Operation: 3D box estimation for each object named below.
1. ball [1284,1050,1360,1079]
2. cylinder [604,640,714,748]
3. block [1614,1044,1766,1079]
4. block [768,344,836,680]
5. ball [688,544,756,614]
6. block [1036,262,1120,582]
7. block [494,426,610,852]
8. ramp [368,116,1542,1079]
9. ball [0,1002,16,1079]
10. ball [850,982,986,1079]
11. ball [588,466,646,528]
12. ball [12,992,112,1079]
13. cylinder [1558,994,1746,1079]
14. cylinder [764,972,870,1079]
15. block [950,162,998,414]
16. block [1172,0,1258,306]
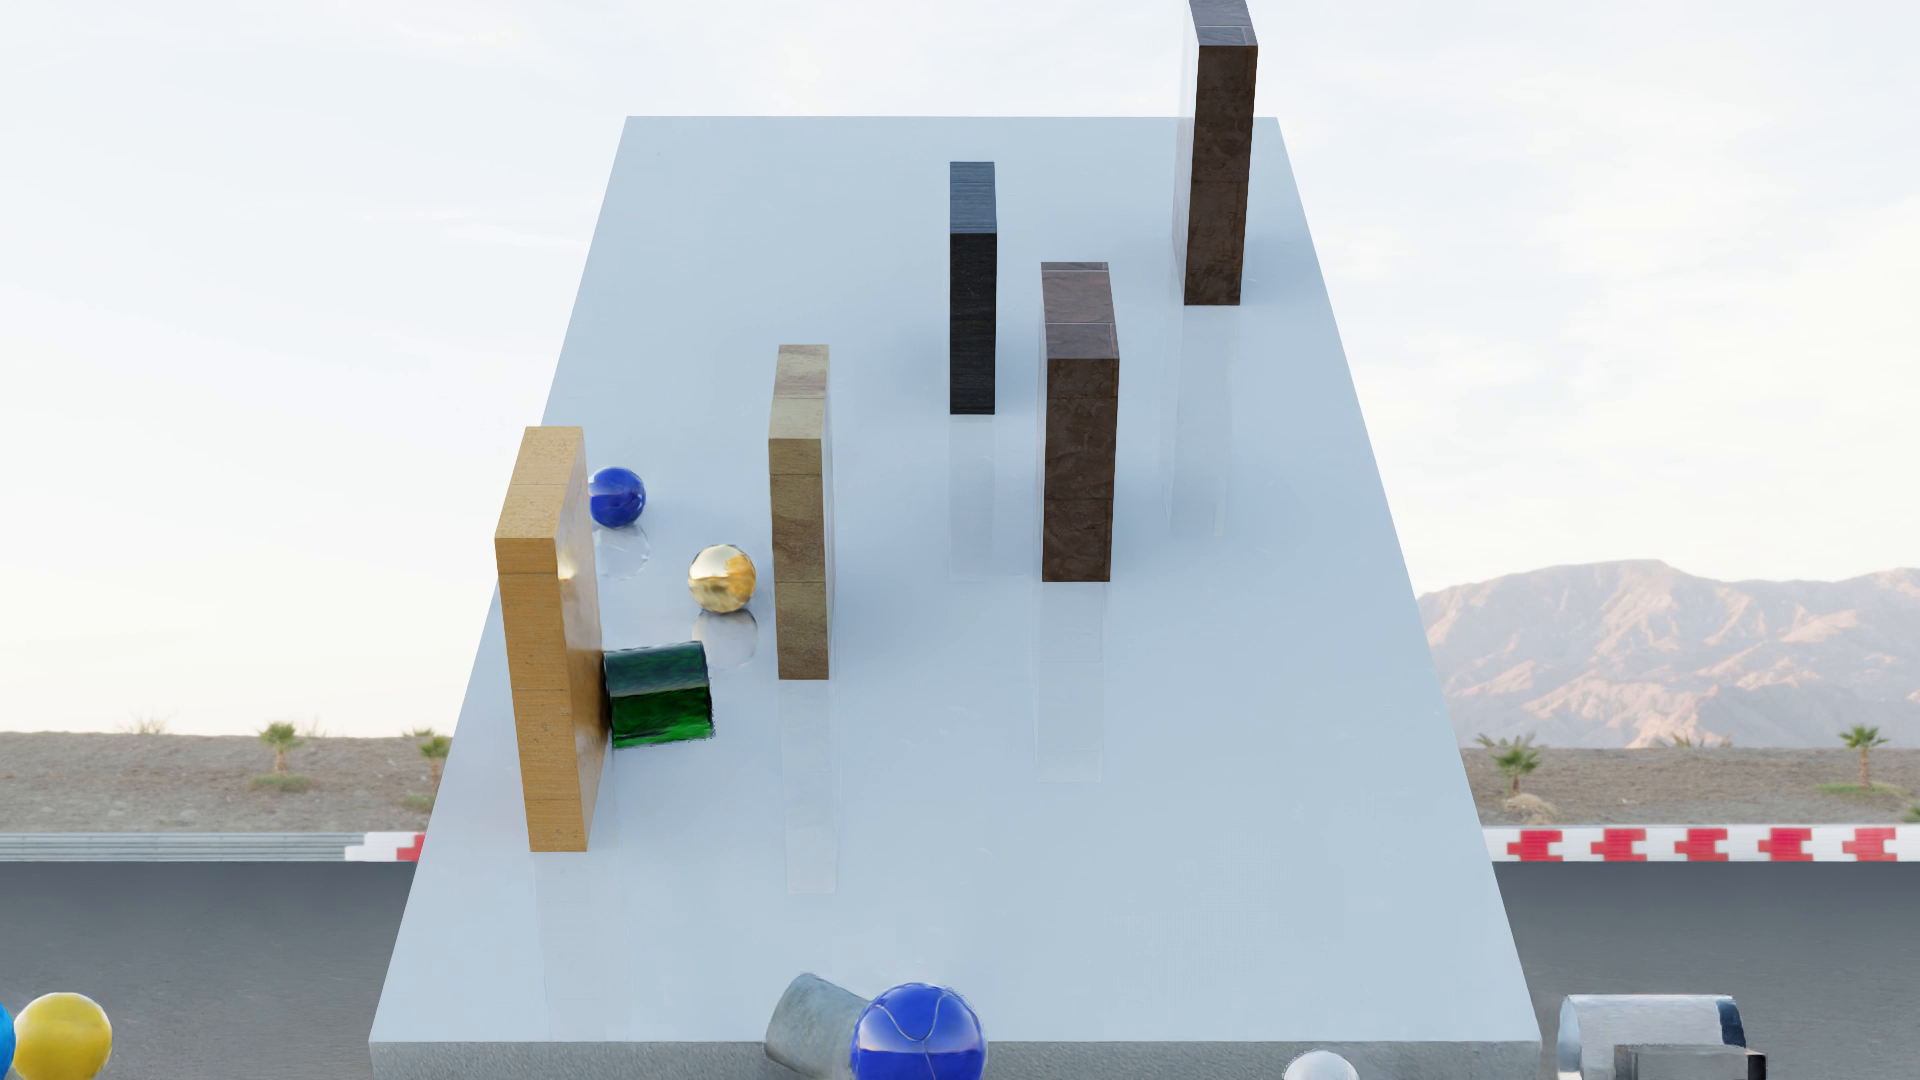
[{"bbox_3d":[0.516,0.787,3.502,0.113,0.113,0.113,0,-7,0],"label":"ball"},{"bbox_3d":[-0.597,0.305,4.853,0.193,0.193,0.193,-6,-6,-10],"label":"cylinder"},{"bbox_3d":[0.904,0.708,3.041,0.152,0.152,0.152,-1,-7,5],"label":"block"},{"bbox_3d":[-0.322,-0.058,5.068,0.103,0.575,0.386,0,33,0],"label":"block"},{"bbox_3d":[-0.508,0.083,5.243,0.148,0.148,0.148,0,-7,0],"label":"ball"},{"bbox_3d":[0.254,-0.263,5.412,0.149,0.554,0.449,0,33,0],"label":"block"},{"bbox_3d":[-0.752,0.186,4.571,0.105,0.697,0.385,0,33,0],"label":"block"},{"bbox_3d":[-0.015,-0.183,5.891,2.000,0.100,4.000,0,33,0],"label":"ramp"},{"bbox_3d":[-1.564,0.782,3.794,0.197,0.197,0.197,0,-7,0],"label":"ball"},{"bbox_3d":[-0.062,0.760,3.649,0.203,0.203,0.203,0,-7,0],"label":"ball"},{"bbox_3d":[-0.778,-0.097,5.529,0.140,0.140,0.140,0,-7,0],"label":"ball"},{"bbox_3d":[-1.499,0.837,4.093,0.164,0.164,0.164,0,-7,0],"label":"ball"},{"bbox_3d":[0.908,0.703,3.225,0.207,0.207,0.207,-2,-7,5],"label":"cylinder"},{"bbox_3d":[-0.214,0.809,4.016,0.153,0.153,0.153,21,0,21],"label":"cylinder"},{"bbox_3d":[0.030,-0.621,6.032,0.110,0.487,0.409,0,33,0],"label":"block"},{"bbox_3d":[0.665,-1.038,6.470,0.148,0.722,0.423,0,33,0],"label":"block"}]
